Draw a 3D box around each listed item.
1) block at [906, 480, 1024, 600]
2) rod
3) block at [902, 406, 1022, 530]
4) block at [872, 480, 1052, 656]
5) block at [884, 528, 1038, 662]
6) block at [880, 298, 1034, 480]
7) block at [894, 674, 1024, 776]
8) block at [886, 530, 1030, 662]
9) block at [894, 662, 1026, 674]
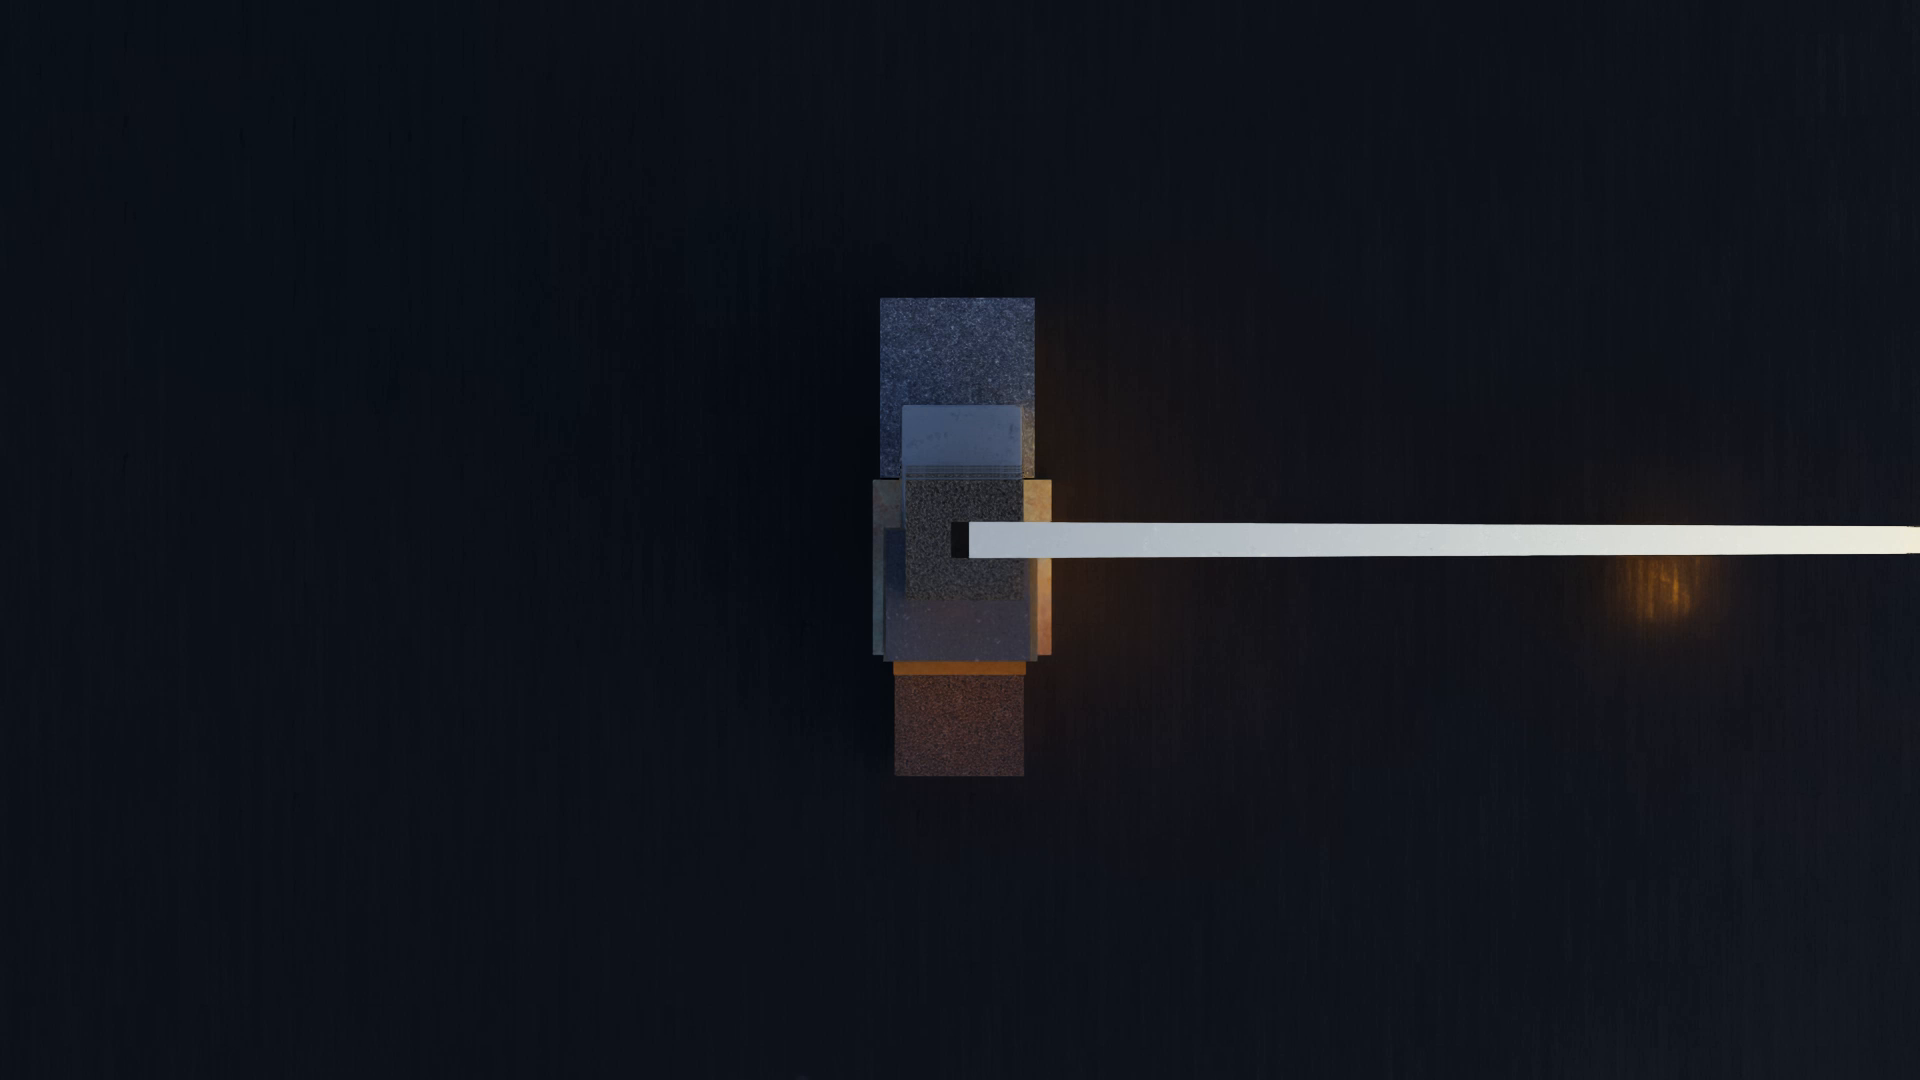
[{"bbox_3d":[0.020,0.000,9.762,0.512,0.485,0.527,0,90,0],"label":"block"},{"bbox_3d":[2.234,0.000,6.242,5.200,0.080,0.080,0,90,-31],"label":"rod"},{"bbox_3d":[0.008,-0.335,10.448,0.553,0.581,0.497,0,82,0],"label":"block"},{"bbox_3d":[0.011,0.150,12.520,0.978,0.959,0.960,0,90,0],"label":"block"},{"bbox_3d":[0.002,0.265,11.017,0.750,0.624,0.652,0,90,0],"label":"block"},{"bbox_3d":[-0.014,-0.831,12.497,0.843,1.005,0.982,0,90,0],"label":"block"},{"bbox_3d":[-0.004,0.981,12.654,0.722,0.692,0.682,0,90,0],"label":"block"},{"bbox_3d":[-0.010,0.253,10.355,0.655,0.700,0.598,0,90,0],"label":"block"},{"bbox_3d":[-0.002,0.359,11.685,0.684,0.712,0.672,0,90,0],"label":"block"}]
